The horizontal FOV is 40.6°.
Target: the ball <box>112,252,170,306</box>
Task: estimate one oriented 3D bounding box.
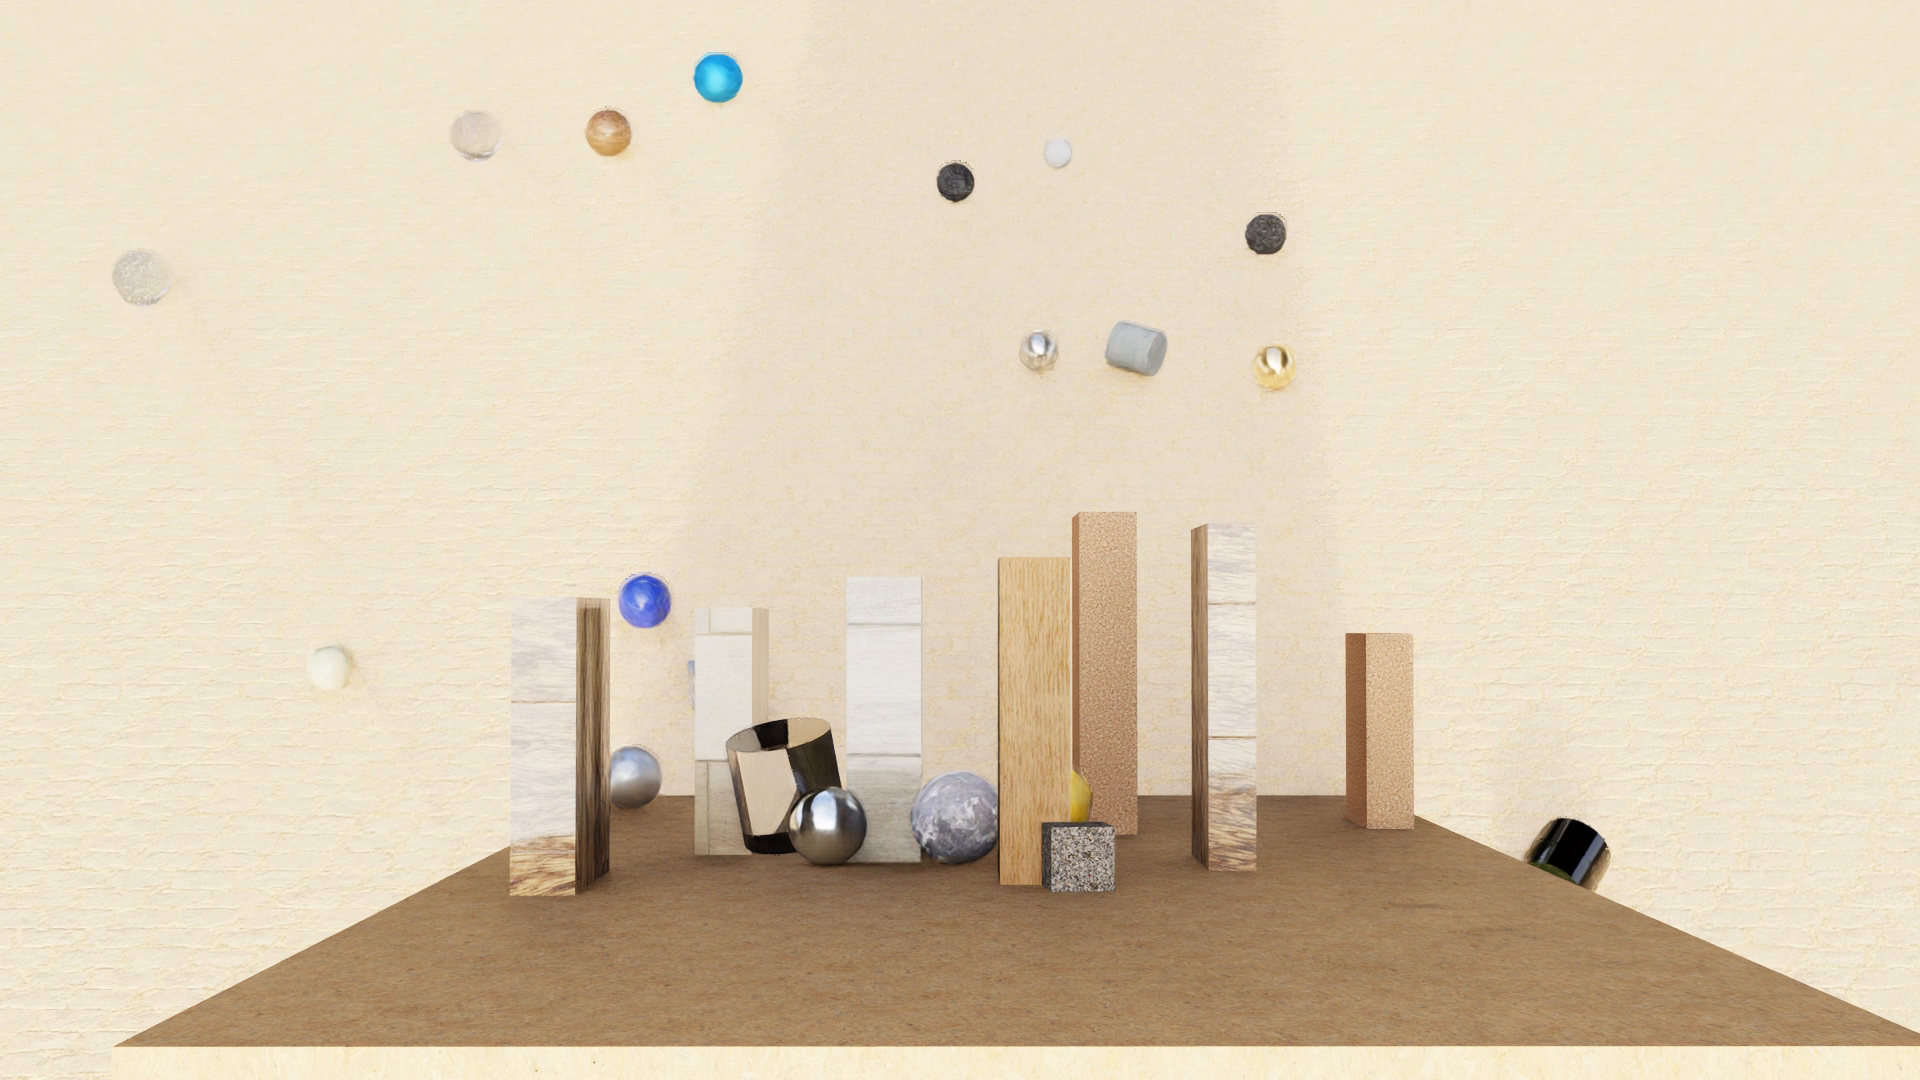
[{"bbox_3d":[-2.861,-0.913,9.079,0.193,0.193,0.193,0,35,0],"label":"ball"}]

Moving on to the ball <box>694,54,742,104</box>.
[{"bbox_3d":[-0.972,-1.855,10.435,0.197,0.197,0.197,0,35,0],"label":"ball"}]

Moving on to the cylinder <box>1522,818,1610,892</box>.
[{"bbox_3d":[1.516,0.837,6.556,0.193,0.193,0.193,19,39,25],"label":"cylinder"}]

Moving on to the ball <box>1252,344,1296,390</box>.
[{"bbox_3d":[1.045,-0.574,8.631,0.148,0.148,0.148,0,35,0],"label":"ball"}]

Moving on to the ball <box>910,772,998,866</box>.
[{"bbox_3d":[-0.005,0.525,4.904,0.176,0.176,0.176,0,35,0],"label":"ball"}]

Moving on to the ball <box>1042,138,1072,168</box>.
[{"bbox_3d":[0.376,-1.486,9.976,0.113,0.113,0.113,0,35,0],"label":"ball"}]

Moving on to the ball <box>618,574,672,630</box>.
[{"bbox_3d":[-0.915,0.180,7.534,0.157,0.157,0.157,0,35,0],"label":"ball"}]

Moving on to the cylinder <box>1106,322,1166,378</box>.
[{"bbox_3d":[0.592,-0.640,8.722,0.153,0.153,0.153,19,39,25],"label":"cylinder"}]

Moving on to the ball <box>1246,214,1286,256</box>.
[{"bbox_3d":[1.107,-1.105,9.395,0.150,0.150,0.150,0,35,0],"label":"ball"}]

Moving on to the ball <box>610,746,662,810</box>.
[{"bbox_3d":[-0.803,0.579,6.330,0.153,0.153,0.153,0,35,0],"label":"ball"}]

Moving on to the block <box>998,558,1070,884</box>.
[{"bbox_3d":[0.131,0.320,4.672,0.124,0.573,0.254,0,-2,0],"label":"block"}]

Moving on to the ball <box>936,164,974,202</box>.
[{"bbox_3d":[-0.017,-1.341,9.741,0.143,0.143,0.143,0,35,0],"label":"ball"}]

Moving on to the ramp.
[{"bbox_3d":[0.077,0.661,4.823,2.000,0.100,4.000,0,-2,0],"label":"ramp"}]

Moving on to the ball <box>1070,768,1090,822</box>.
[{"bbox_3d":[0.189,0.545,5.388,0.164,0.164,0.164,0,35,0],"label":"ball"}]

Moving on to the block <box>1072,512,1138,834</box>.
[{"bbox_3d":[0.320,0.292,5.783,0.124,0.695,0.372,0,-2,0],"label":"block"}]

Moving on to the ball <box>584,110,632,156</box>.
[{"bbox_3d":[-1.359,-1.574,10.043,0.181,0.181,0.181,0,35,0],"label":"ball"}]

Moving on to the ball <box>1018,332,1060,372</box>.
[{"bbox_3d":[0.266,-0.632,8.724,0.137,0.137,0.137,0,35,0],"label":"ball"}]

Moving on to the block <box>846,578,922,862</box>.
[{"bbox_3d":[-0.146,0.348,5.115,0.142,0.544,0.294,0,-2,0],"label":"block"}]

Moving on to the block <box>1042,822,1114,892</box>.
[{"bbox_3d":[0.203,0.546,4.484,0.109,0.109,0.109,0,-2,-7],"label":"block"}]

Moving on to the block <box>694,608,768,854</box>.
[{"bbox_3d":[-0.466,0.383,5.342,0.112,0.486,0.445,0,-2,0],"label":"block"}]

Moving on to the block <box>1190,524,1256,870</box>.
[{"bbox_3d":[0.503,0.294,4.973,0.088,0.641,0.353,0,-2,0],"label":"block"}]

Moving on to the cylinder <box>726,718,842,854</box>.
[{"bbox_3d":[-0.335,0.476,5.044,0.207,0.207,0.207,-9,13,2],"label":"cylinder"}]

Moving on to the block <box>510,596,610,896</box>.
[{"bbox_3d":[-0.702,0.353,4.587,0.110,0.502,0.430,0,-2,0],"label":"block"}]

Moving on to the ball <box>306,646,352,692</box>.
[{"bbox_3d":[-1.774,0.361,7.298,0.129,0.129,0.129,0,35,0],"label":"ball"}]

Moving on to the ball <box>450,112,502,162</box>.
[{"bbox_3d":[-1.865,-1.552,10.000,0.194,0.194,0.194,0,35,0],"label":"ball"}]

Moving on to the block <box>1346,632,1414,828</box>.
[{"bbox_3d":[0.951,0.427,5.897,0.104,0.431,0.312,0,-2,0],"label":"block"}]

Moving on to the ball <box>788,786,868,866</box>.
[{"bbox_3d":[-0.250,0.538,4.895,0.149,0.149,0.149,0,35,0],"label":"ball"}]

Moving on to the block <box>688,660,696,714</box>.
[{"bbox_3d":[-0.656,0.422,7.190,0.152,0.152,0.152,-13,37,-18],"label":"block"}]
